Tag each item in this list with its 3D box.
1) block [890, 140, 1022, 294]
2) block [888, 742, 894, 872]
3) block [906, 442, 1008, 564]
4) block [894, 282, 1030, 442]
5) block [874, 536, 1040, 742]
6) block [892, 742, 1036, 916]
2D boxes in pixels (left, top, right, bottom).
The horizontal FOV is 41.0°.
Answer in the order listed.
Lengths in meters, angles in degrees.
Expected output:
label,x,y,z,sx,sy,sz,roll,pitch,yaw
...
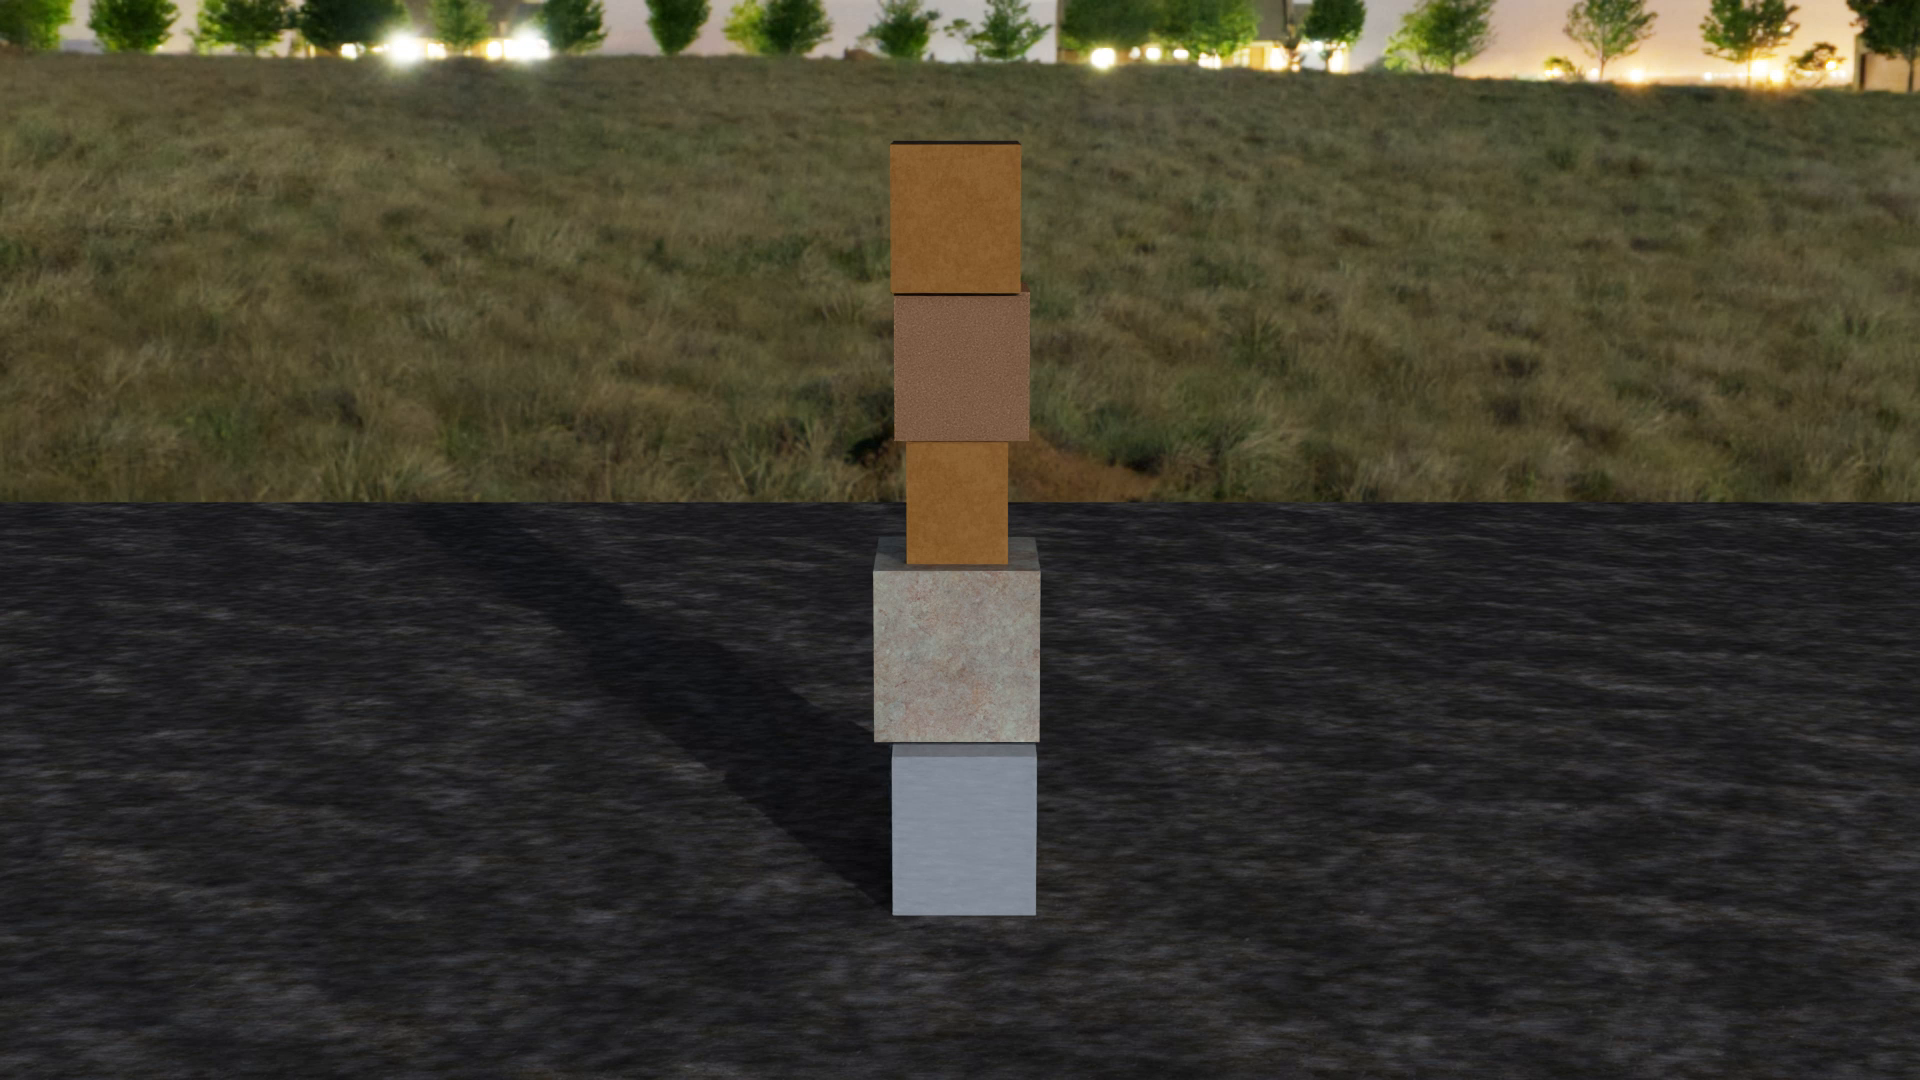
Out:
label,x,y,z,sx,sy,sz,roll,pitch,yaw
block,-0.018,-1.385,10.929,0.539,0.609,0.652,0,10,0
block,0.001,1.078,11.685,0.631,0.698,0.625,0,10,0
block,-0.012,-0.204,11.143,0.431,0.532,0.505,0,10,0
block,0.008,-0.775,11.039,0.568,0.629,0.541,0,10,0
block,-0.013,0.423,11.257,0.704,0.743,0.805,0,10,0
block,0.018,1.192,11.074,0.606,0.692,0.598,0,10,0
